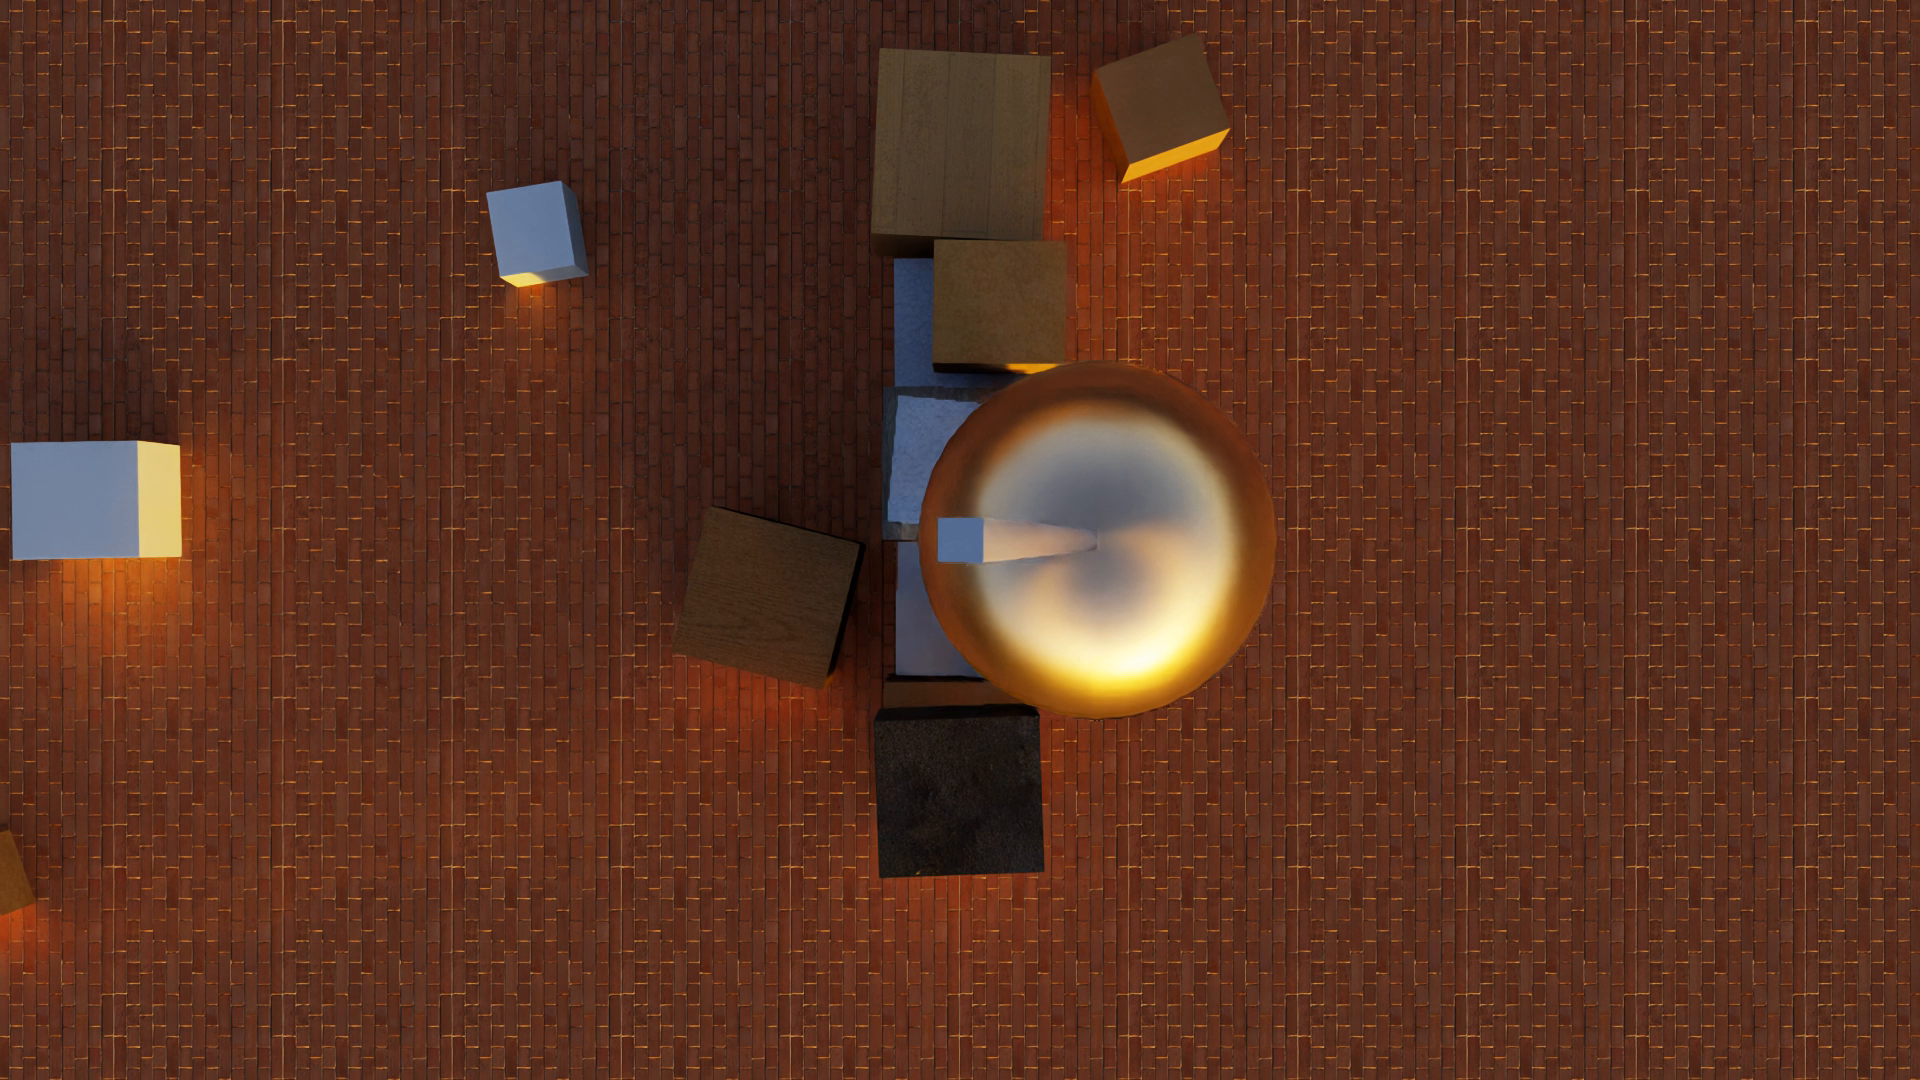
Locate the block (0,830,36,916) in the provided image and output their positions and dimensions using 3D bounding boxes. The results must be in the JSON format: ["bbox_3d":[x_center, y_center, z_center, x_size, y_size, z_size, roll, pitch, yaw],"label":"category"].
[{"bbox_3d":[-5.753,2.002,12.769,0.449,0.462,0.460,-19,90,0],"label":"block"}]

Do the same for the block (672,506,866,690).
[{"bbox_3d":[-1.077,0.321,12.592,0.871,0.816,0.839,14,90,0],"label":"block"}]

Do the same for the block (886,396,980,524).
[{"bbox_3d":[-0.013,-0.397,11.809,0.686,0.544,0.664,5,90,0],"label":"block"}]

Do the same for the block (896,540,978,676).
[{"bbox_3d":[0.028,0.390,12.697,0.774,0.606,0.760,1,90,0],"label":"block"}]

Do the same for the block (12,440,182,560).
[{"bbox_3d":[-4.962,-0.224,12.667,0.710,0.666,0.655,-1,90,0],"label":"block"}]

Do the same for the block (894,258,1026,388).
[{"bbox_3d":[0.008,-1.218,12.686,0.755,0.629,0.736,0,90,0],"label":"block"}]

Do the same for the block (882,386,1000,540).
[{"bbox_3d":[-0.010,-0.421,12.541,0.833,0.919,0.841,0,90,0],"label":"block"}]

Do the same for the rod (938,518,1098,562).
[{"bbox_3d":[0.264,0.000,6.456,0.080,5.200,0.080,0,90,6],"label":"rod"}]

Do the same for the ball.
[{"bbox_3d":[0.610,0.000,9.838,1.600,1.600,1.600,0,90,0],"label":"ball"}]

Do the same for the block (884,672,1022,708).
[{"bbox_3d":[0.010,1.186,12.571,0.853,0.858,0.803,0,90,0],"label":"block"}]

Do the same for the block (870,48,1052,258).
[{"bbox_3d":[0.006,-2.167,12.528,0.941,0.944,1.016,3,90,0],"label":"block"}]

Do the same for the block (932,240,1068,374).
[{"bbox_3d":[0.211,-1.265,12.034,0.707,0.675,0.657,1,90,0],"label":"block"}]

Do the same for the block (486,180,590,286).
[{"bbox_3d":[-2.442,-1.770,12.754,0.432,0.492,0.487,-9,90,0],"label":"block"}]

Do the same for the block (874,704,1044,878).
[{"bbox_3d":[-0.005,1.317,11.708,0.850,0.869,0.804,-2,90,0],"label":"block"}]

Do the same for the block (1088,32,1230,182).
[{"bbox_3d":[1.139,-2.480,12.676,0.602,0.647,0.572,-20,90,0],"label":"block"}]
